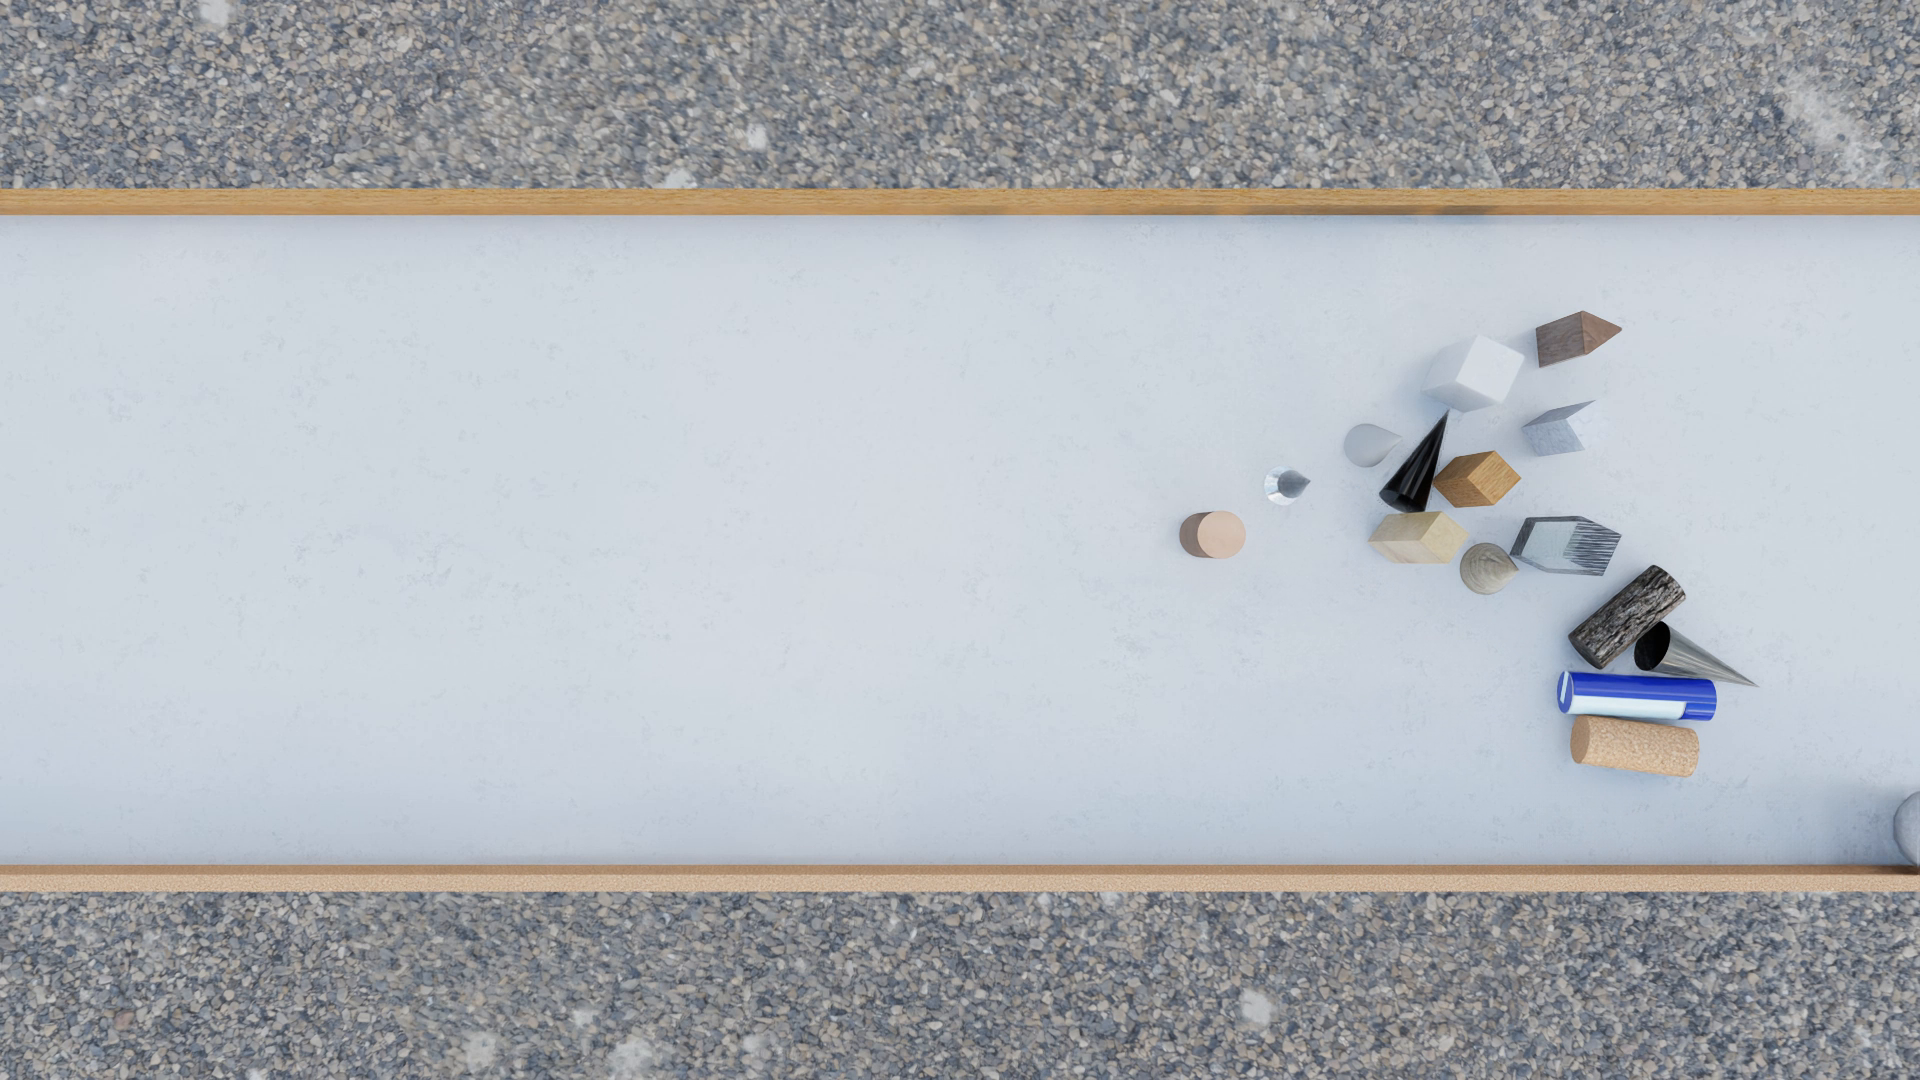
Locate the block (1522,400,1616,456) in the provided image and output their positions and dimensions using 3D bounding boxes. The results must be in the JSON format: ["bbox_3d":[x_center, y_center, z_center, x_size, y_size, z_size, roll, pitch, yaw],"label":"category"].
[{"bbox_3d":[1.798,-0.328,4.885,0.105,0.383,0.105,-32,90,0],"label":"block"}]

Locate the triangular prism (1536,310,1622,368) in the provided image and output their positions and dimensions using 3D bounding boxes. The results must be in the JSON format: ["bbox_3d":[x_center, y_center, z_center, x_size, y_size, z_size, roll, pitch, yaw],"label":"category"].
[{"bbox_3d":[1.806,-0.610,4.891,0.126,0.372,0.109,-35,90,0],"label":"triangular prism"}]

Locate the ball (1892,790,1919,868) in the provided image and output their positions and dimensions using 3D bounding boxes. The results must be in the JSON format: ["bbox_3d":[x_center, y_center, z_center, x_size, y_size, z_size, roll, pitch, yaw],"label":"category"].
[{"bbox_3d":[2.945,0.872,4.949,0.256,0.256,0.256,0,90,0],"label":"ball"}]

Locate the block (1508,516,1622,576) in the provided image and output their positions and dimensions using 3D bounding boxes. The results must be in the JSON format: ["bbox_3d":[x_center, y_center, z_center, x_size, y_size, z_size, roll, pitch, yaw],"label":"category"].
[{"bbox_3d":[1.774,0.016,4.853,0.128,0.447,0.128,25,90,0],"label":"block"}]

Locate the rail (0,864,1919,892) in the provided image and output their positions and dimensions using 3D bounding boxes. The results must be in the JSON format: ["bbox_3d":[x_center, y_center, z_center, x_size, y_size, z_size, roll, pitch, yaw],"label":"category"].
[{"bbox_3d":[-2.247,1.025,5.001,12.000,0.150,0.050,0,90,0],"label":"rail"}]

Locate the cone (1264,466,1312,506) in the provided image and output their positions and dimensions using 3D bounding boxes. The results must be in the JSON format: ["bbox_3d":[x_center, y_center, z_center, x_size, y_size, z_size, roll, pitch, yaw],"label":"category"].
[{"bbox_3d":[0.998,-0.168,4.881,0.123,0.391,0.123,0,90,0],"label":"cone"}]

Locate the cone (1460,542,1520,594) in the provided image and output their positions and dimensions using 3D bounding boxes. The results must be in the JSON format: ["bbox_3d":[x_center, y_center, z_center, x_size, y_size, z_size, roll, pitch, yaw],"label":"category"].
[{"bbox_3d":[1.619,0.089,4.923,0.162,0.308,0.162,0,90,0],"label":"cone"}]

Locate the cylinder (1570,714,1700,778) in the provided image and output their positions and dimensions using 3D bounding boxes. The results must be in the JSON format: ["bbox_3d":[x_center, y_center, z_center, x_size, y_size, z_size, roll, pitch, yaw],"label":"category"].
[{"bbox_3d":[2.044,0.625,5.002,0.331,0.150,0.150,7,90,0],"label":"cylinder"}]

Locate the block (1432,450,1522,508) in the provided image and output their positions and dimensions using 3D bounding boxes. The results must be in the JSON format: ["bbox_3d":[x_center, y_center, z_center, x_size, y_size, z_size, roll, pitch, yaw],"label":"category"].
[{"bbox_3d":[1.525,-0.177,4.891,0.111,0.371,0.111,-44,90,0],"label":"block"}]

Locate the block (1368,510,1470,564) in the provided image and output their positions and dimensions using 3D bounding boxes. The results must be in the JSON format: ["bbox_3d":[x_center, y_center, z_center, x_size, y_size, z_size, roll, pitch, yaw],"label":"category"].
[{"bbox_3d":[1.350,-0.006,4.876,0.107,0.383,0.107,38,84,-6],"label":"block"}]

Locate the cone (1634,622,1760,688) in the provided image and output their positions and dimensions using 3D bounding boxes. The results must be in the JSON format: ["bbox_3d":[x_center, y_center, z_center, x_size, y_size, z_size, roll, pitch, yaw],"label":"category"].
[{"bbox_3d":[2.281,0.387,5.037,0.401,0.160,0.160,20,90,-11],"label":"cone"}]

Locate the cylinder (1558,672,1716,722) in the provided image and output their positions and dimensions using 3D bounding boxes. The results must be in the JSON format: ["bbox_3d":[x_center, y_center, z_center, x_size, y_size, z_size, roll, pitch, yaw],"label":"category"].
[{"bbox_3d":[2.055,0.475,5.013,0.434,0.128,0.128,3,90,0],"label":"cylinder"}]

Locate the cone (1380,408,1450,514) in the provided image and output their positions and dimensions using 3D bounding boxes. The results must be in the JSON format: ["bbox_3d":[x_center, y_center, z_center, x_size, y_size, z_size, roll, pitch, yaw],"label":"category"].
[{"bbox_3d":[1.425,-0.261,5.040,0.148,0.148,0.350,30,78,0],"label":"cone"}]

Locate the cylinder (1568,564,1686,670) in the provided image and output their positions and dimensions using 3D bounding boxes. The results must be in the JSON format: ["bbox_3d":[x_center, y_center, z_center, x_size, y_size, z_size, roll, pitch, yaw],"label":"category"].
[{"bbox_3d":[2.024,0.235,5.006,0.329,0.141,0.141,-40,90,0],"label":"cylinder"}]

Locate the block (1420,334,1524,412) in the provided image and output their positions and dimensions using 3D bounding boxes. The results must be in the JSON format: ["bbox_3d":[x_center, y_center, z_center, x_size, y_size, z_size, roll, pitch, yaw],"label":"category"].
[{"bbox_3d":[1.515,-0.490,4.894,0.149,0.365,0.149,26,90,0],"label":"block"}]

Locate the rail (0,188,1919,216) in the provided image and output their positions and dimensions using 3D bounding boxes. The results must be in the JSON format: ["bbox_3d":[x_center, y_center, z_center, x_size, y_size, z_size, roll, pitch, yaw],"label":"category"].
[{"bbox_3d":[-2.247,-1.025,5.002,12.000,0.150,0.050,0,90,0],"label":"rail"}]

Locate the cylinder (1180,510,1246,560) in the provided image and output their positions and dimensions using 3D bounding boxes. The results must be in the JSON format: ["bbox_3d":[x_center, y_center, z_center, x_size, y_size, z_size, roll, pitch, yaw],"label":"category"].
[{"bbox_3d":[0.743,-0.015,4.880,0.138,0.394,0.138,0,90,0],"label":"cylinder"}]

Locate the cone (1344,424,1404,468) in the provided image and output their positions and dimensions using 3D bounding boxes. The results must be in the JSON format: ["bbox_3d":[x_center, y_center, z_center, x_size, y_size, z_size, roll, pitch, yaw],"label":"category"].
[{"bbox_3d":[1.250,-0.291,4.863,0.137,0.426,0.137,0,90,0],"label":"cone"}]
